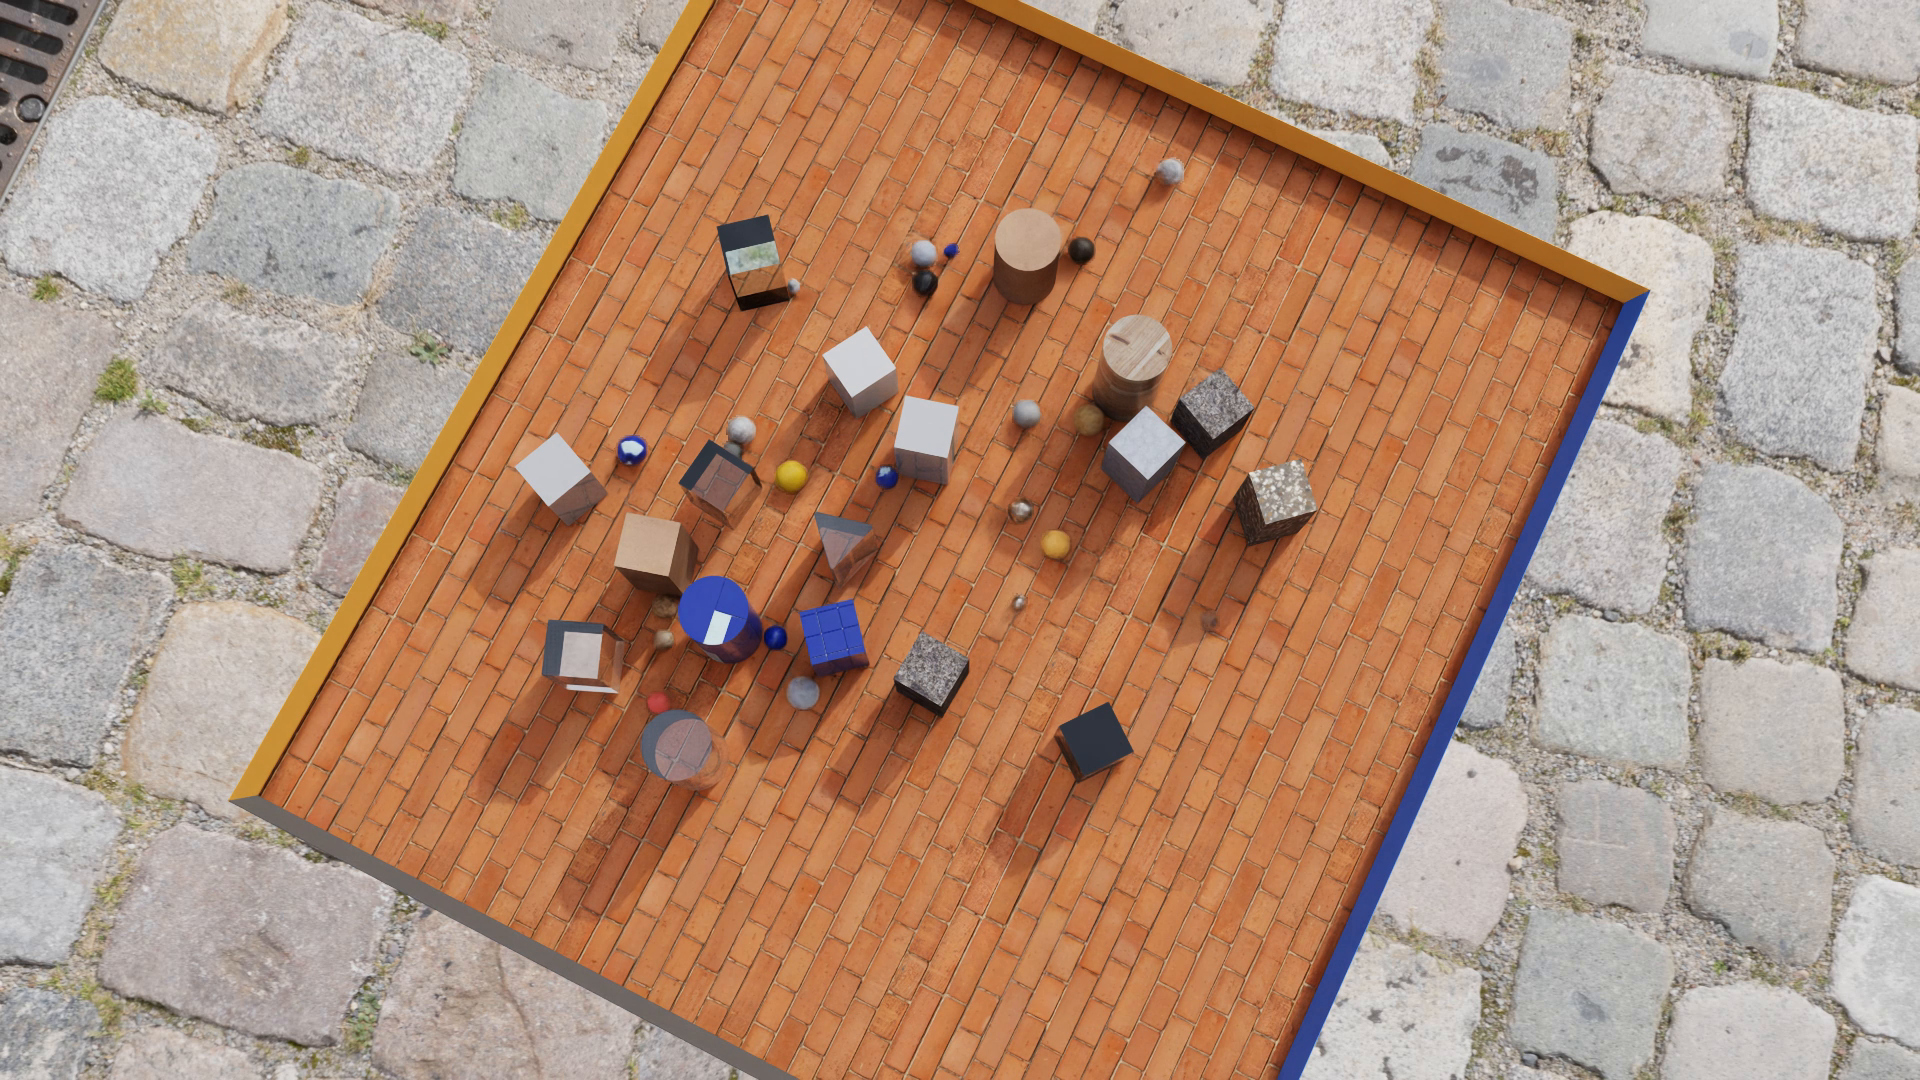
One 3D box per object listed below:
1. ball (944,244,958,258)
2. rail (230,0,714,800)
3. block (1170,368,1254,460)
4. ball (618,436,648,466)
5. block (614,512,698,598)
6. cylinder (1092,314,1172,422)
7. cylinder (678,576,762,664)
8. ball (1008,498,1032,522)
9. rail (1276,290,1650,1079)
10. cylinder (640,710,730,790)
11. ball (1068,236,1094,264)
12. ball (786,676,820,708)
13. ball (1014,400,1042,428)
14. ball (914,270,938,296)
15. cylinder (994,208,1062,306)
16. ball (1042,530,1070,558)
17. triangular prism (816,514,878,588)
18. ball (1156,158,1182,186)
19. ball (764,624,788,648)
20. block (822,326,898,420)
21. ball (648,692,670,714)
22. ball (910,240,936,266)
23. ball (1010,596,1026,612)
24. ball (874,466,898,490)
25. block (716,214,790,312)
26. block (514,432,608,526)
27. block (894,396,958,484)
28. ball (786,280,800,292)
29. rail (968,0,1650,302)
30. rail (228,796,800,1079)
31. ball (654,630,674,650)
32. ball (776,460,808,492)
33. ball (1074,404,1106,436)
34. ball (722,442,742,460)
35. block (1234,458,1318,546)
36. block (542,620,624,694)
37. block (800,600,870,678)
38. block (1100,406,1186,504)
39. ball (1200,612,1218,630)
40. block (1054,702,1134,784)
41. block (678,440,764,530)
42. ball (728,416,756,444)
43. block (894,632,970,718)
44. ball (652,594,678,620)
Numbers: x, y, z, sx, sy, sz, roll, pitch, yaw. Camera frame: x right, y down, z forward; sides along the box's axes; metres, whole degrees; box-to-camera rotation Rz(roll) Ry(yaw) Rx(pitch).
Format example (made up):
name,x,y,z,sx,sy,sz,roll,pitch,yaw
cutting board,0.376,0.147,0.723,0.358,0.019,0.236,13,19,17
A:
name,x,y,z,sx,sy,sz,roll,pitch,yaw
ball,-0.029,-0.912,5.784,0.041,0.041,0.041,0,78,0
rail,-1.370,-0.664,5.687,0.045,0.129,3.302,26,80,5
block,0.764,-0.382,5.569,0.159,0.249,0.159,-37,81,-7
ball,-1.006,-0.273,5.626,0.092,0.092,0.092,0,78,0
block,-0.892,0.050,5.414,0.159,0.376,0.159,11,79,2
cylinder,0.512,-0.509,5.496,0.199,0.443,0.199,0,78,0
cylinder,-0.697,0.238,5.370,0.199,0.387,0.199,0,78,0
ball,0.184,-0.091,5.596,0.076,0.076,0.076,0,78,0
rail,1.370,0.677,5.409,0.045,0.129,3.302,26,80,5
cylinder,-0.789,0.610,5.289,0.199,0.395,0.199,0,78,0
ball,0.381,-0.913,5.763,0.084,0.084,0.084,0,78,0
ball,-0.470,0.454,5.473,0.098,0.098,0.098,0,78,0
ball,0.207,-0.388,5.653,0.086,0.086,0.086,0,78,0
ball,-0.106,-0.806,5.743,0.080,0.080,0.080,0,78,0
cylinder,0.204,-0.868,5.637,0.199,0.312,0.199,0,78,0
ball,0.293,0.013,5.569,0.088,0.088,0.088,0,78,0
triangular prism,-0.365,0.005,5.450,0.149,0.325,0.172,43,81,8
ball,0.665,-1.168,5.816,0.084,0.084,0.084,0,78,0
ball,-0.555,0.292,5.519,0.072,0.072,0.072,0,78,0
block,-0.301,-0.507,5.593,0.159,0.251,0.159,-34,80,-7
ball,-0.900,0.487,5.483,0.065,0.065,0.065,0,78,0
ball,-0.115,-0.902,5.762,0.082,0.082,0.082,0,78,0
ball,0.177,0.192,5.552,0.048,0.048,0.048,0,78,0
ball,-0.225,-0.191,5.620,0.071,0.071,0.071,0,78,0
block,-0.631,-0.846,5.622,0.159,0.332,0.159,-13,79,-3
block,-1.194,-0.179,5.511,0.159,0.279,0.159,-41,81,-8
block,-0.098,-0.296,5.505,0.159,0.339,0.159,12,79,2
ball,-0.523,-0.799,5.761,0.042,0.042,0.042,0,78,0
rail,0.728,-1.418,5.843,3.110,0.129,0.045,26,80,5
rail,-0.728,1.432,5.253,3.110,0.129,0.045,26,80,5
ball,-0.893,0.302,5.522,0.063,0.063,0.063,0,78,0
ball,-0.515,-0.195,5.607,0.097,0.097,0.097,0,78,0
ball,0.399,-0.368,5.643,0.098,0.098,0.098,0,78,0
ball,-0.702,-0.266,5.637,0.068,0.068,0.068,0,78,0
block,0.938,-0.108,5.473,0.159,0.325,0.159,-15,79,-3
block,-1.100,0.344,5.371,0.159,0.342,0.159,4,78,1
block,-0.368,0.293,5.417,0.159,0.272,0.159,-14,79,-3
block,0.547,-0.253,5.508,0.159,0.315,0.159,44,82,8
ball,0.755,0.243,5.540,0.052,0.052,0.052,0,78,0
block,0.387,0.594,5.345,0.159,0.291,0.159,-26,79,-5
block,-0.716,-0.163,5.513,0.159,0.269,0.159,33,80,6
ball,-0.670,-0.336,5.642,0.086,0.086,0.086,0,78,0
block,-0.082,0.397,5.377,0.159,0.307,0.159,30,80,6
ball,-0.890,0.202,5.537,0.074,0.074,0.074,0,78,0
